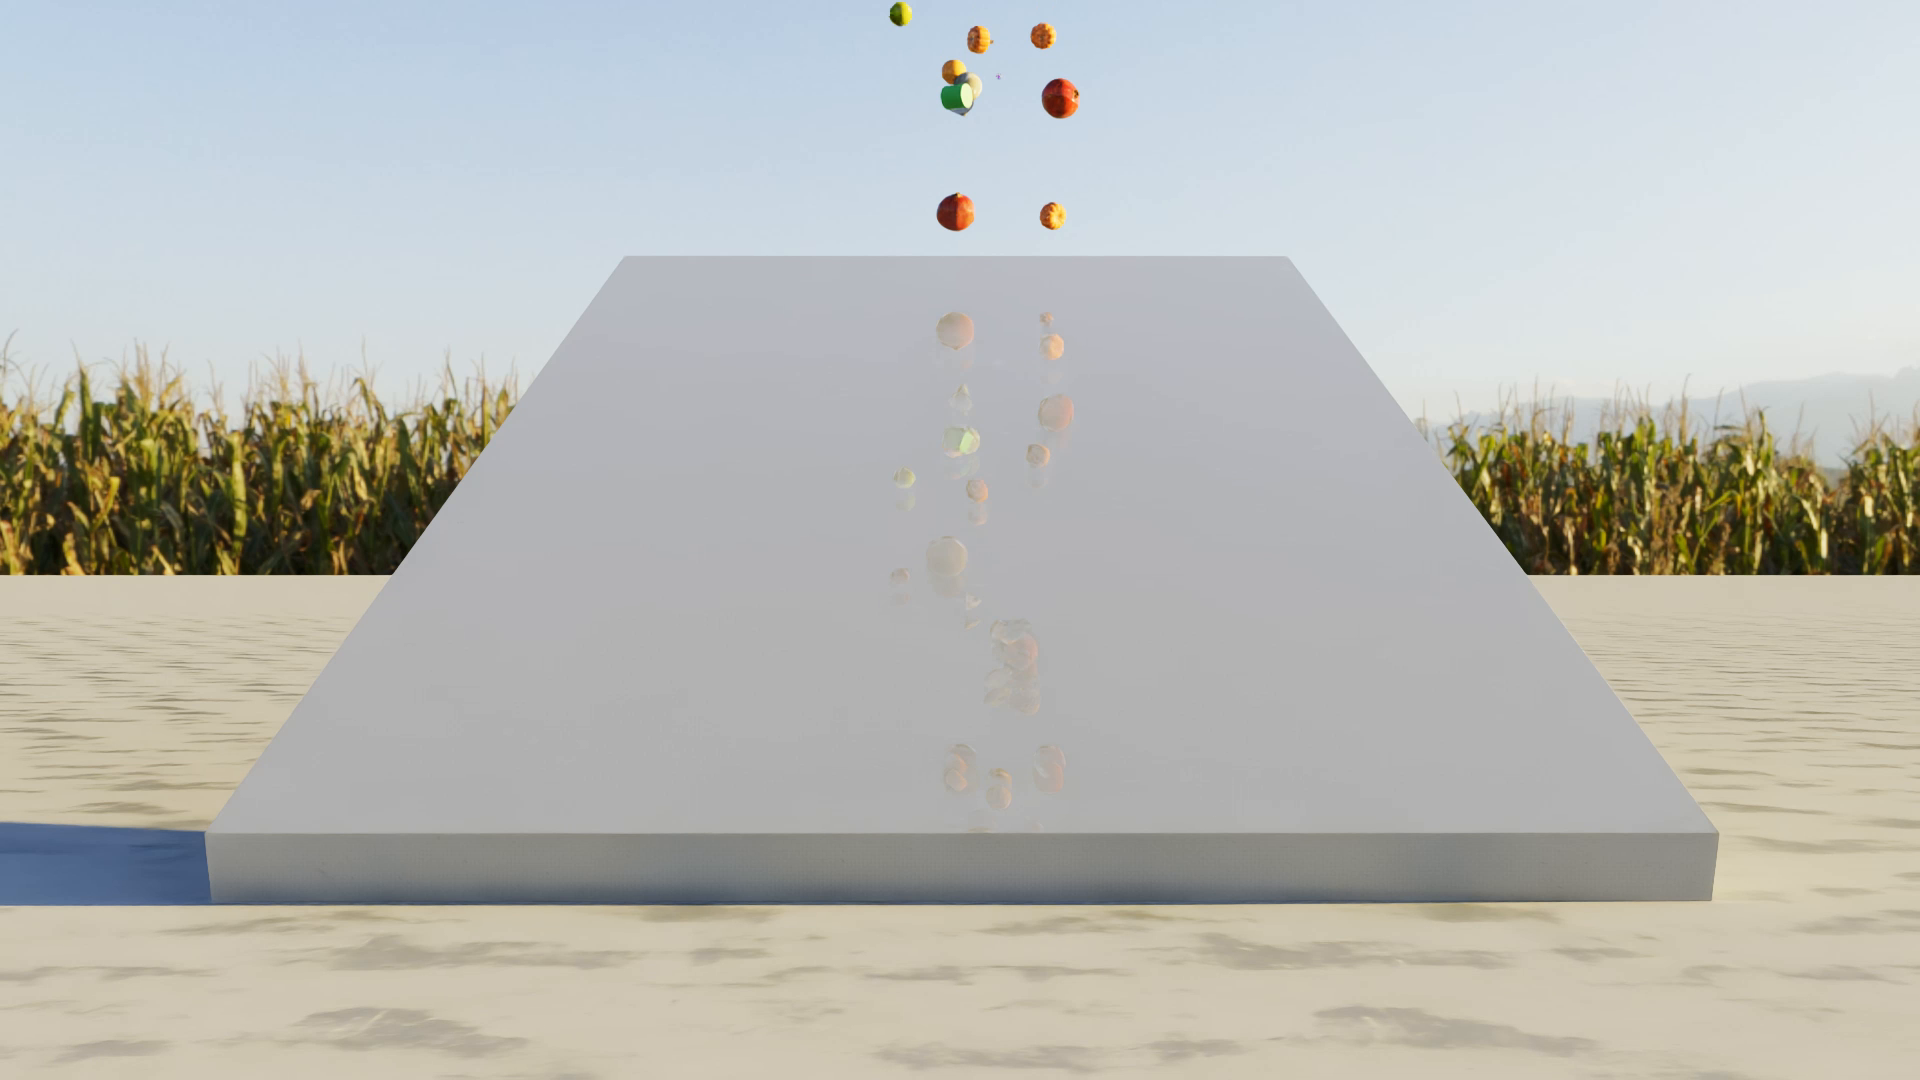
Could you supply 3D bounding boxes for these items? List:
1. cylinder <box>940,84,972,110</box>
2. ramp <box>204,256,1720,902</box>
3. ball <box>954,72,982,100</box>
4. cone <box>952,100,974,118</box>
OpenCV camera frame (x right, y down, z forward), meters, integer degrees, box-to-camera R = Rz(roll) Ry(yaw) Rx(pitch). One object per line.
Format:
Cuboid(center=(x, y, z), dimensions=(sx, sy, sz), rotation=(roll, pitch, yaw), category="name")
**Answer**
Cuboid(center=(-0.010, -1.260, 6.361), dimensions=(0.066, 0.066, 0.066), rotation=(0, -1, 30), category="cylinder")
Cuboid(center=(-0.004, -0.188, 4.871), dimensions=(2.000, 0.100, 4.000), rotation=(0, 18, 0), category="ramp")
Cuboid(center=(0.022, -1.300, 6.416), dimensions=(0.083, 0.083, 0.083), rotation=(0, -1, 0), category="ball")
Cuboid(center=(0.009, -1.276, 6.644), dimensions=(0.078, 0.078, 0.078), rotation=(0, -23, 9), category="cone")
